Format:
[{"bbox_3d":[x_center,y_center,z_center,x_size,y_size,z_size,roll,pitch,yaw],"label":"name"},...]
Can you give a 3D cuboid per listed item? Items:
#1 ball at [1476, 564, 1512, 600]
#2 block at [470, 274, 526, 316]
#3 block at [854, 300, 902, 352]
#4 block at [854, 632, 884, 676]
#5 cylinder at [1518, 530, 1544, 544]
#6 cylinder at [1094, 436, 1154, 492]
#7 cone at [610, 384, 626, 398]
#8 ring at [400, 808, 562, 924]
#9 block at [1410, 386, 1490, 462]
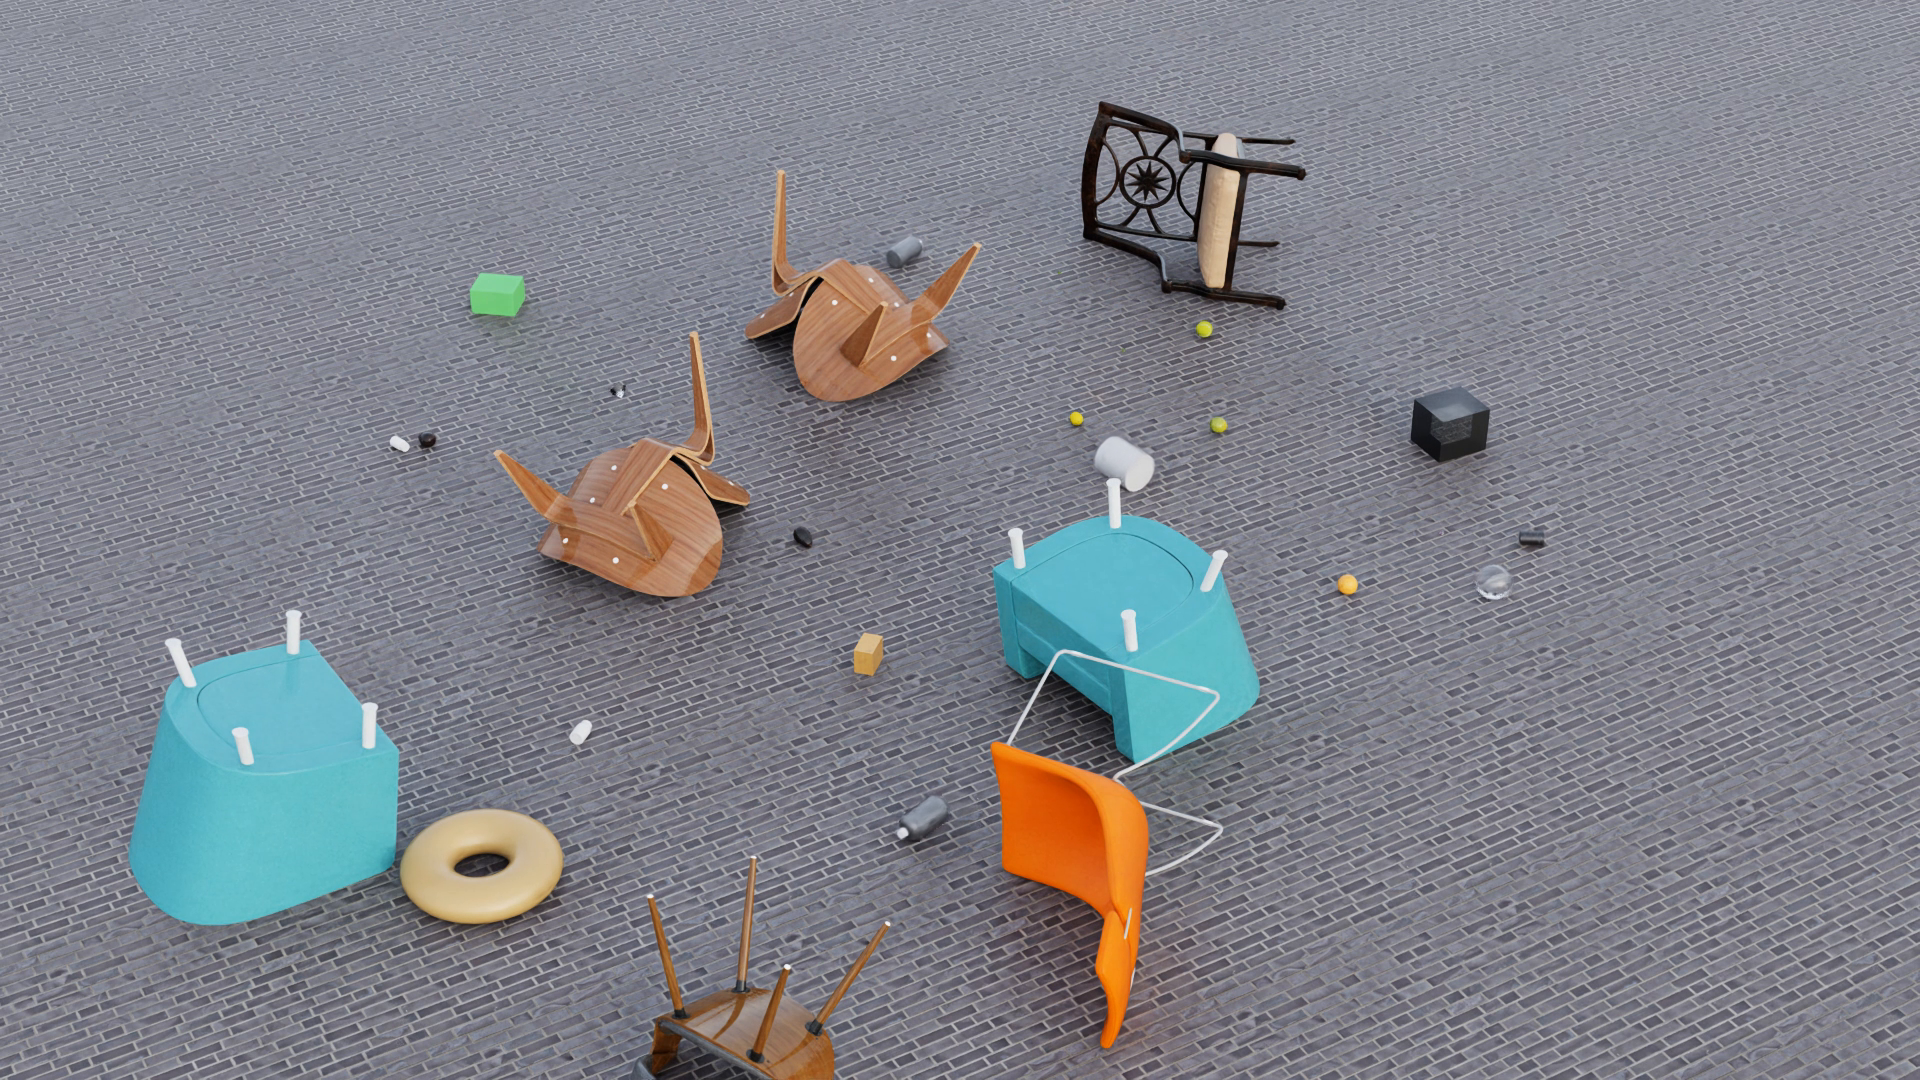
[{"bbox_3d":[1.930,0.152,10.598,0.127,0.127,0.127,0,33,0],"label":"ball"},{"bbox_3d":[-1.959,-1.040,12.426,0.188,0.106,0.158,5,34,8],"label":"block"},{"bbox_3d":[-0.344,-0.887,12.190,0.153,0.111,0.209,-9,34,-13],"label":"block"},{"bbox_3d":[-0.320,0.399,10.253,0.069,0.094,0.111,10,35,14],"label":"block"},{"bbox_3d":[2.127,-0.009,10.913,0.087,0.049,0.057,1,31,2],"label":"cylinder"},{"bbox_3d":[0.632,-0.293,11.251,0.175,0.155,0.150,34,6,41],"label":"cylinder"},{"bbox_3d":[-1.371,-0.591,11.820,0.068,0.050,0.047,-16,65,-13],"label":"cone"},{"bbox_3d":[-1.513,1.029,9.273,0.522,0.125,0.506,19,39,27],"label":"ring"},{"bbox_3d":[1.916,-0.452,11.464,0.219,0.183,0.197,-16,36,-22],"label":"block"}]
